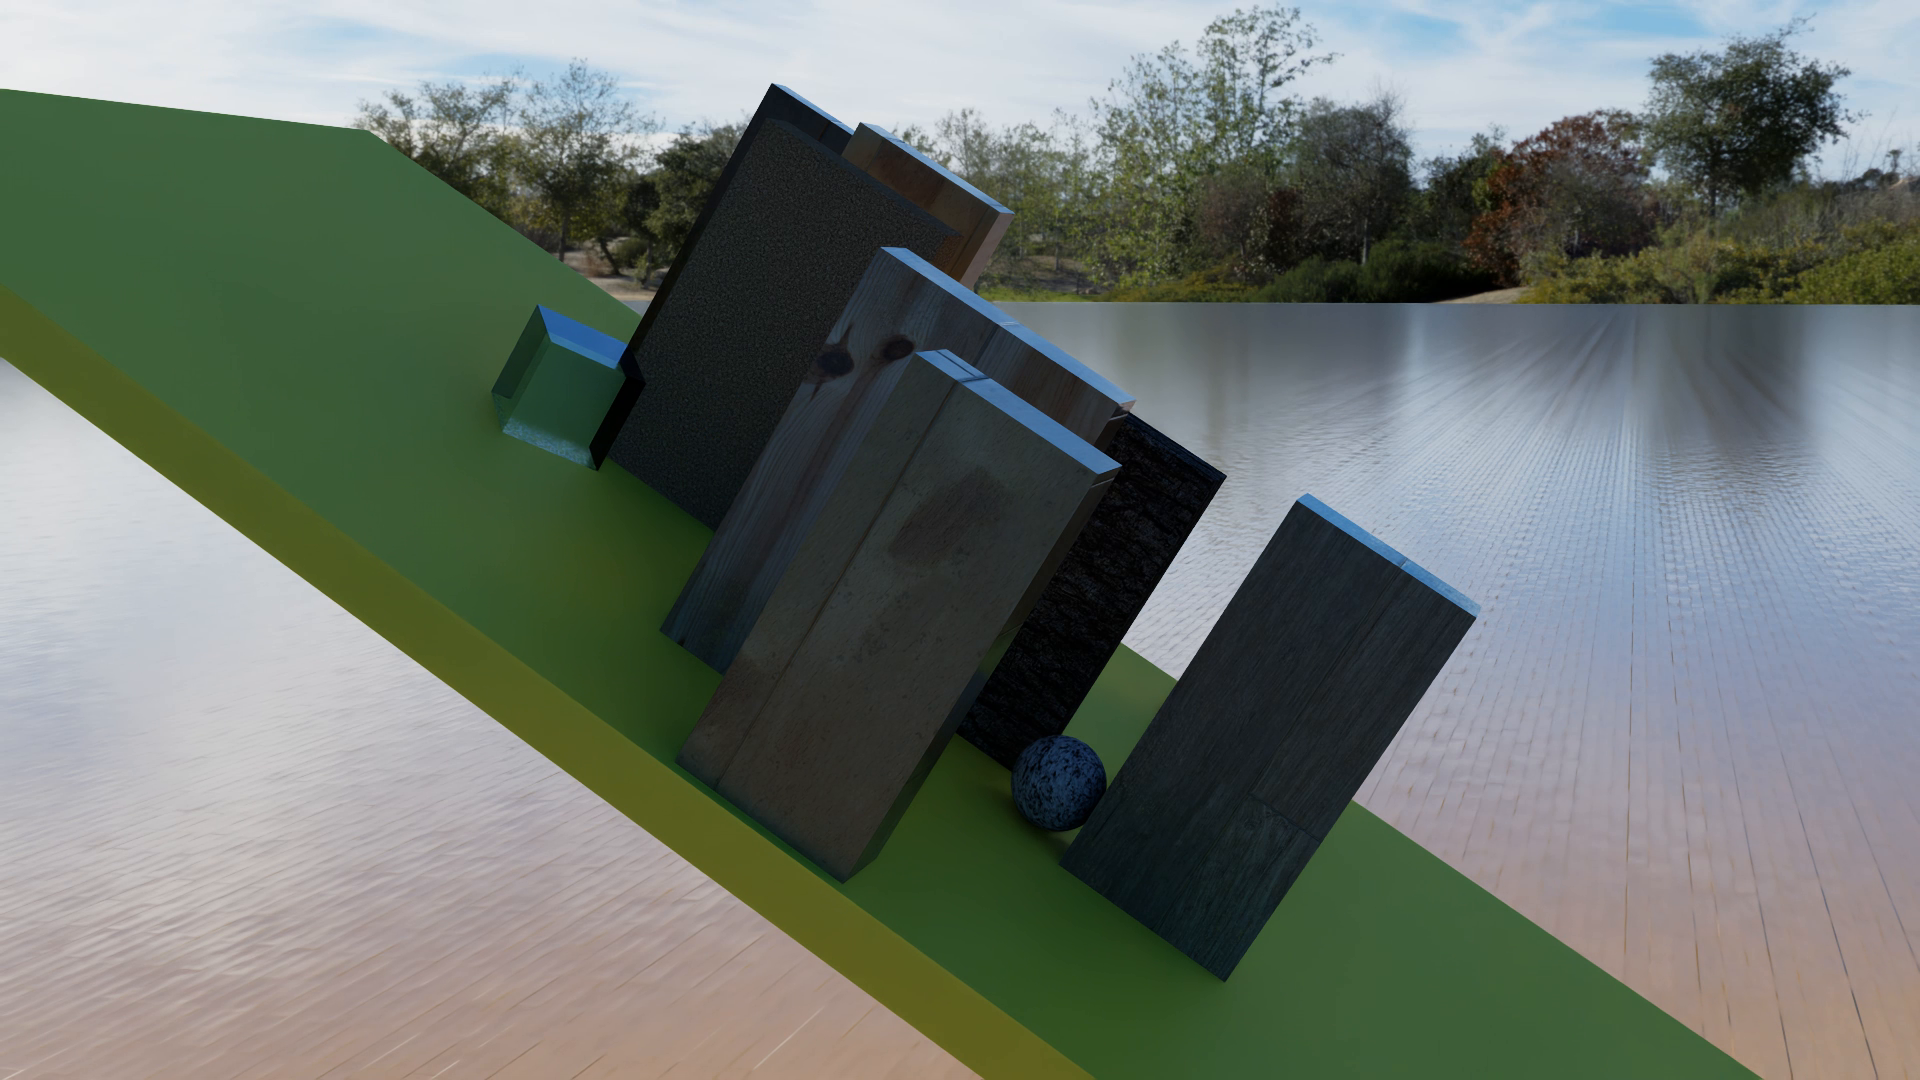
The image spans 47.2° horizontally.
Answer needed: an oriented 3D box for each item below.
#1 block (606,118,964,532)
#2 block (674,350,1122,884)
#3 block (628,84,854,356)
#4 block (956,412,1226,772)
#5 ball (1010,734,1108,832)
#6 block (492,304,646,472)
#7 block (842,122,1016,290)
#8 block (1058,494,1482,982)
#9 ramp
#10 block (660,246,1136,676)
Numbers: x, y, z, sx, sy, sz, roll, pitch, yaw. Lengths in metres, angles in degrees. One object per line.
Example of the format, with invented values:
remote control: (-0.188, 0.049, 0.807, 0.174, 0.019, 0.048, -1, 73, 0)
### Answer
block: (-0.353, -0.374, 4.142, 0.409, 0.714, 0.108, 34, 15, 11)
block: (-0.093, 0.108, 3.128, 0.304, 0.698, 0.144, 34, 15, 11)
block: (-0.438, -0.598, 4.736, 0.301, 0.696, 0.081, 34, 15, 11)
block: (0.120, 0.041, 3.892, 0.416, 0.633, 0.115, 34, 15, 11)
ball: (0.167, 0.411, 3.713, 0.163, 0.163, 0.163, 0, 7, 0)
block: (-0.735, -0.286, 4.120, 0.195, 0.195, 0.195, 24, 17, -27)
block: (-0.234, -0.417, 4.421, 0.337, 0.762, 0.112, 34, 15, 11)
block: (0.495, 0.320, 3.557, 0.329, 0.723, 0.123, 34, 15, 11)
ramp: (-0.152, 0.252, 4.112, 4.000, 0.100, 2.000, 34, 15, 11)
block: (-0.107, -0.036, 3.510, 0.448, 0.728, 0.126, 34, 15, 11)
